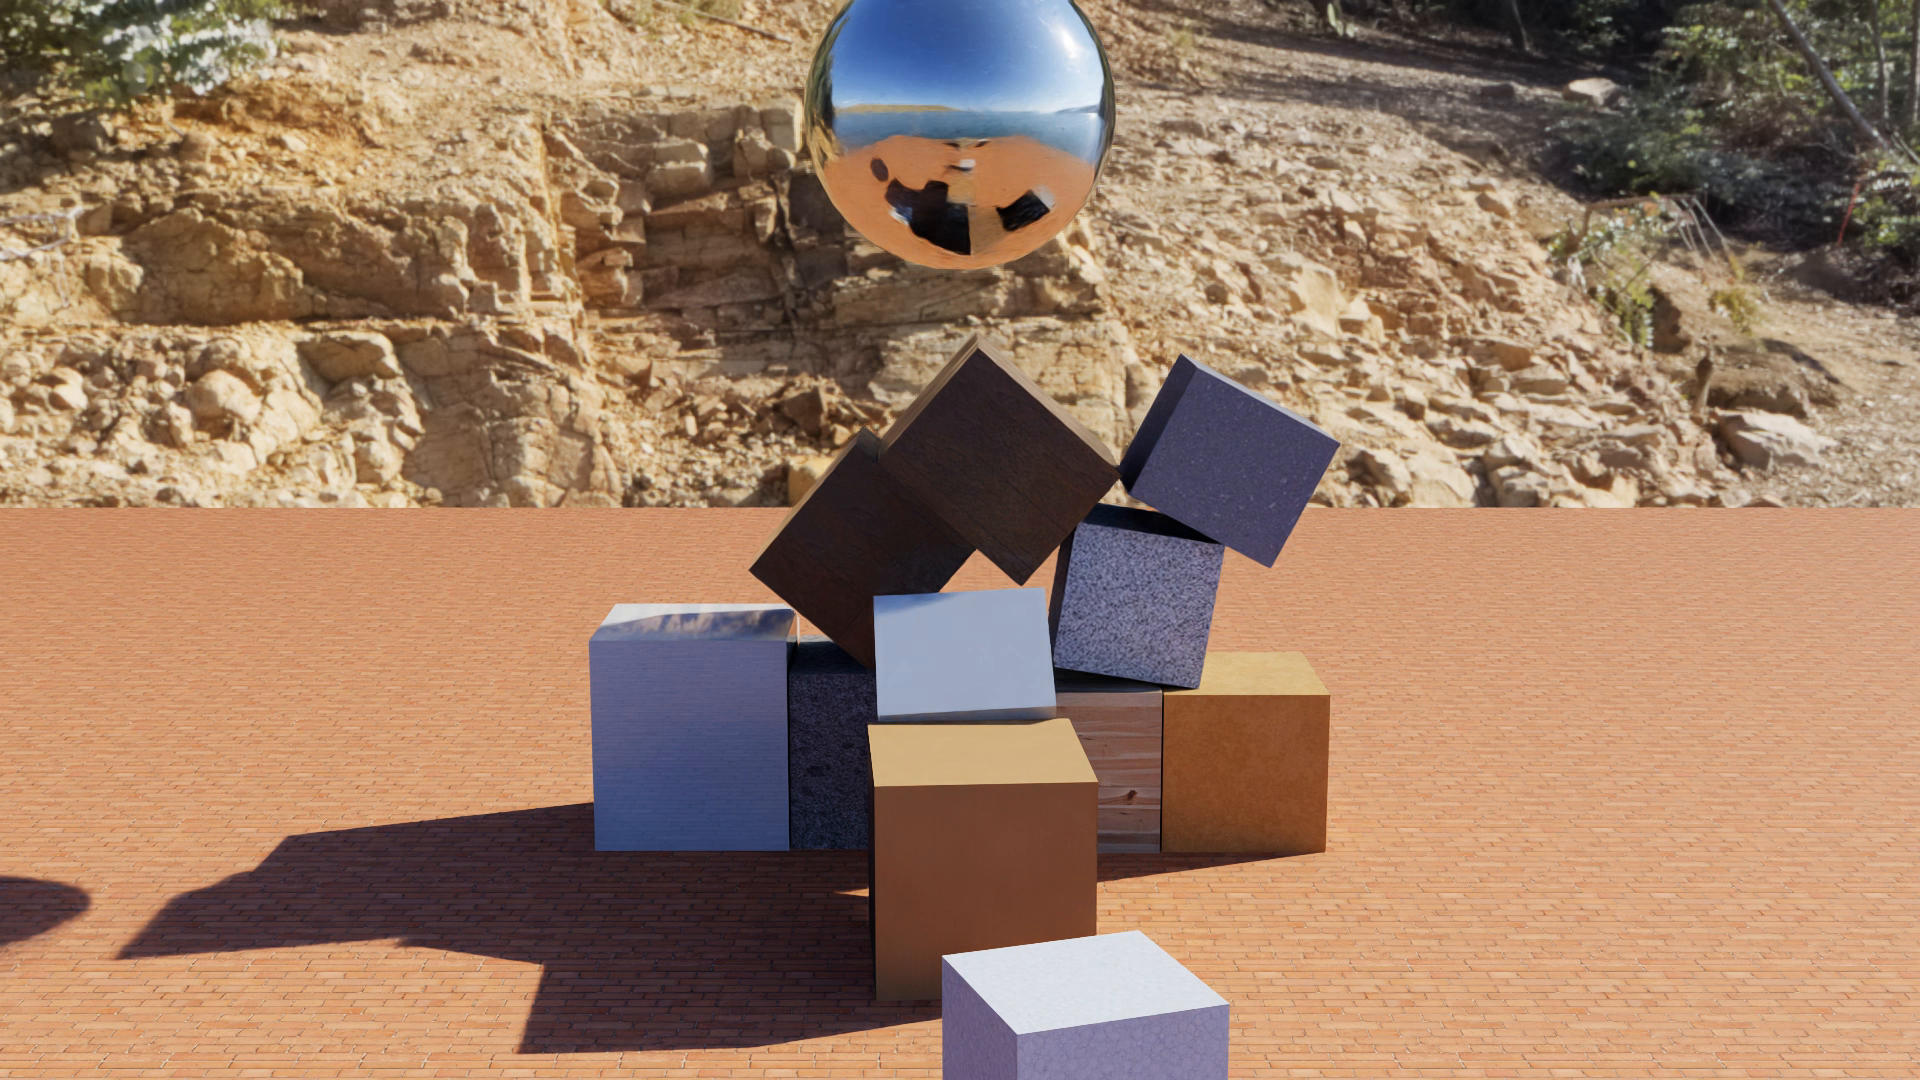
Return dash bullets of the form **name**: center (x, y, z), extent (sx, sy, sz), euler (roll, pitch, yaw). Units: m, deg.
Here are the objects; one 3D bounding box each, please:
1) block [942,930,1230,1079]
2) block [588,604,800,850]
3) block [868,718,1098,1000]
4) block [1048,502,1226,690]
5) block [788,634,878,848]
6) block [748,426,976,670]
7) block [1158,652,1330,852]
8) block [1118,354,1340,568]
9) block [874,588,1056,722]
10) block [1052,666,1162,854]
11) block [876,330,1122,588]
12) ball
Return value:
- **block**: center (0.415, 1.834, 7.560), extent (0.754, 0.686, 0.733), euler (-4, 11, -19)
- **block**: center (-1.341, 0.947, 11.346), extent (0.971, 1.077, 0.883), euler (0, 10, 0)
- **block**: center (0.074, 1.357, 9.529), extent (0.914, 0.920, 1.003), euler (-1, 10, -4)
- **block**: center (0.879, 0.261, 11.245), extent (0.745, 0.737, 0.747), euler (9, 10, -2)
- **block**: center (-0.388, 1.029, 11.384), extent (0.915, 0.903, 0.871), euler (0, 10, 0)
- **block**: center (-0.474, 0.027, 11.188), extent (0.786, 0.826, 0.736), euler (40, 8, -6)
- **block**: center (1.417, 1.080, 11.367), extent (0.821, 0.809, 0.915), euler (0, 10, 0)
- **block**: center (1.337, -0.416, 11.128), extent (0.795, 0.703, 0.825), euler (27, 9, -5)
- **block**: center (0.020, 0.733, 10.375), extent (0.804, 0.723, 0.679), euler (-3, 51, -1)
- **block**: center (0.538, 1.069, 11.382), extent (0.917, 0.824, 0.983), euler (0, 10, 0)
- **block**: center (0.192, -0.428, 11.083), extent (0.938, 0.739, 0.859), euler (41, 8, -7)
- **ball**: center (0.000, -2.182, 11.224), extent (1.600, 1.600, 1.600), euler (0, 10, 0)
